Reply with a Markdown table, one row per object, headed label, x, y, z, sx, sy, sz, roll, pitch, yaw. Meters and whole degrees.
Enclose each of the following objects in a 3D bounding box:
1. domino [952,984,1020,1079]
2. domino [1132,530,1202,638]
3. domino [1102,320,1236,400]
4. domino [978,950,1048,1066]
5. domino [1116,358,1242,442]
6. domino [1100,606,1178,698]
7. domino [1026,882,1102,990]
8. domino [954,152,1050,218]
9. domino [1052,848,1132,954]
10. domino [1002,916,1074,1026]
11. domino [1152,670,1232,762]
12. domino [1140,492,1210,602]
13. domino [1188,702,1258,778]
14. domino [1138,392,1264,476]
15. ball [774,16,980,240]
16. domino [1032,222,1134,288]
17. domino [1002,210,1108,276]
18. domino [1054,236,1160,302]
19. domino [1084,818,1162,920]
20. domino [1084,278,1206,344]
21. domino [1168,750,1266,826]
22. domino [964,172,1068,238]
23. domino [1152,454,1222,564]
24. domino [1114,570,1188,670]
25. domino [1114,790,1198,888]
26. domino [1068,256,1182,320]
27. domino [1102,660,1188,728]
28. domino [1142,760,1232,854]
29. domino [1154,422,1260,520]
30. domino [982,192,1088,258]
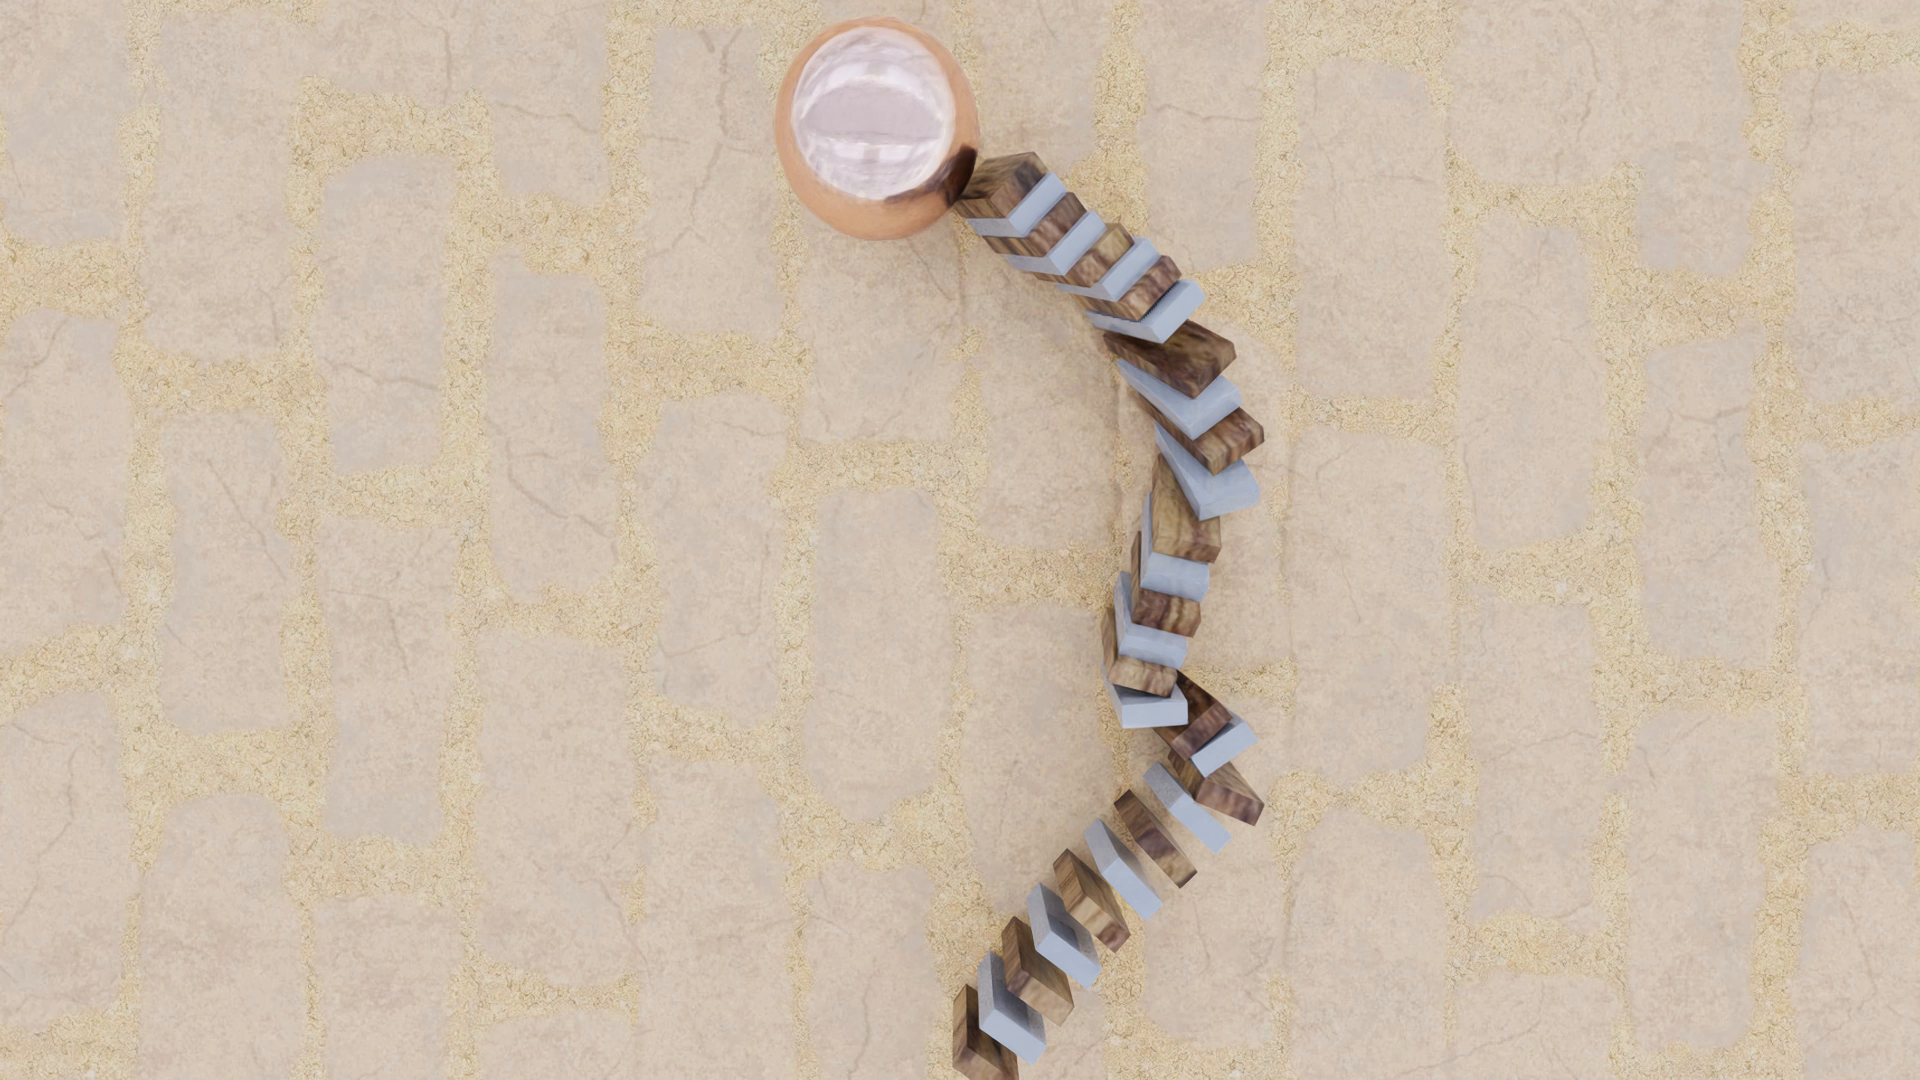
| label | x | y | z | sx | sy | sz | roll | pitch | yaw |
| --- | --- | --- | --- | --- | --- | --- | --- | --- | --- |
| domino | 0.010 | 0.205 | 0.375 | 0.025 | 0.050 | 0.010 | 36 | 90 | 0 |
| domino | 0.084 | 0.017 | 0.377 | 0.025 | 0.050 | 0.010 | 14 | 127 | 0 |
| domino | 0.086 | -0.080 | 0.380 | 0.025 | 0.010 | 0.050 | -44 | 52 | -5 |
| domino | 0.020 | 0.190 | 0.375 | 0.025 | 0.050 | 0.010 | 35 | 90 | 0 |
| domino | 0.090 | -0.065 | 0.381 | 0.025 | 0.009 | 0.050 | -37 | 52 | 0 |
| domino | 0.072 | 0.045 | 0.375 | 0.025 | 0.050 | 0.009 | 14 | 111 | 0 |
| domino | 0.042 | 0.160 | 0.375 | 0.025 | 0.050 | 0.009 | 37 | 90 | 0 |
| domino | 0.015 | -0.145 | 0.376 | 0.025 | 0.050 | 0.010 | -47 | 117 | 0 |
| domino | 0.053 | 0.146 | 0.375 | 0.025 | 0.050 | 0.009 | 41 | 90 | 0 |
| domino | 0.031 | 0.175 | 0.375 | 0.025 | 0.050 | 0.010 | 36 | 90 | 0 |
| domino | 0.089 | 0.070 | 0.375 | 0.025 | 0.050 | 0.009 | -42 | 99 | 0 |
| domino | 0.088 | 0.002 | 0.378 | 0.025 | 0.050 | 0.009 | 14 | 133 | 0 |
| domino | 0.100 | 0.078 | 0.375 | 0.025 | 0.050 | 0.010 | -35 | 95 | 0 |
| domino | 0.100 | -0.051 | 0.381 | 0.025 | 0.010 | 0.050 | -34 | 52 | -2 |
| ball | -0.032 | -0.160 | 0.360 | 0.080 | 0.080 | 0.080 | 0 | 90 | 0 |
| domino | 0.048 | -0.118 | 0.376 | 0.025 | 0.050 | 0.010 | -46 | 117 | 0 |
| domino | 0.037 | -0.122 | 0.376 | 0.025 | 0.050 | 0.010 | -47 | 117 | 0 |
| domino | 0.058 | -0.112 | 0.376 | 0.025 | 0.050 | 0.010 | -46 | 118 | 0 |
| domino | 0.066 | 0.133 | 0.375 | 0.009 | 0.050 | 0.025 | -43 | 90 | 0 |
| domino | 0.075 | -0.096 | 0.376 | 0.025 | 0.050 | 0.010 | -46 | 121 | -2 |
| domino | 0.103 | 0.098 | 0.374 | 0.025 | 0.050 | 0.009 | 23 | 96 | -2 |
| domino | 0.022 | -0.137 | 0.376 | 0.025 | 0.050 | 0.010 | -47 | 117 | 0 |
| domino | 0.093 | -0.014 | 0.379 | 0.025 | 0.010 | 0.050 | 11 | 46 | 0 |
| domino | 0.077 | 0.032 | 0.376 | 0.025 | 0.050 | 0.010 | 14 | 118 | 0 |
| domino | 0.079 | 0.121 | 0.375 | 0.010 | 0.050 | 0.025 | -43 | 90 | 0 |
| domino | 0.066 | -0.105 | 0.376 | 0.025 | 0.050 | 0.010 | -46 | 118 | 0 |
| domino | 0.074 | 0.061 | 0.374 | 0.025 | 0.050 | 0.010 | -4 | 103 | 1 |
| domino | 0.092 | 0.108 | 0.375 | 0.025 | 0.050 | 0.010 | 43 | 90 | 0 |
| domino | 0.102 | -0.032 | 0.380 | 0.025 | 0.009 | 0.050 | -16 | 50 | -1 |
| domino | 0.029 | -0.129 | 0.376 | 0.025 | 0.050 | 0.009 | -47 | 117 | 0 |
